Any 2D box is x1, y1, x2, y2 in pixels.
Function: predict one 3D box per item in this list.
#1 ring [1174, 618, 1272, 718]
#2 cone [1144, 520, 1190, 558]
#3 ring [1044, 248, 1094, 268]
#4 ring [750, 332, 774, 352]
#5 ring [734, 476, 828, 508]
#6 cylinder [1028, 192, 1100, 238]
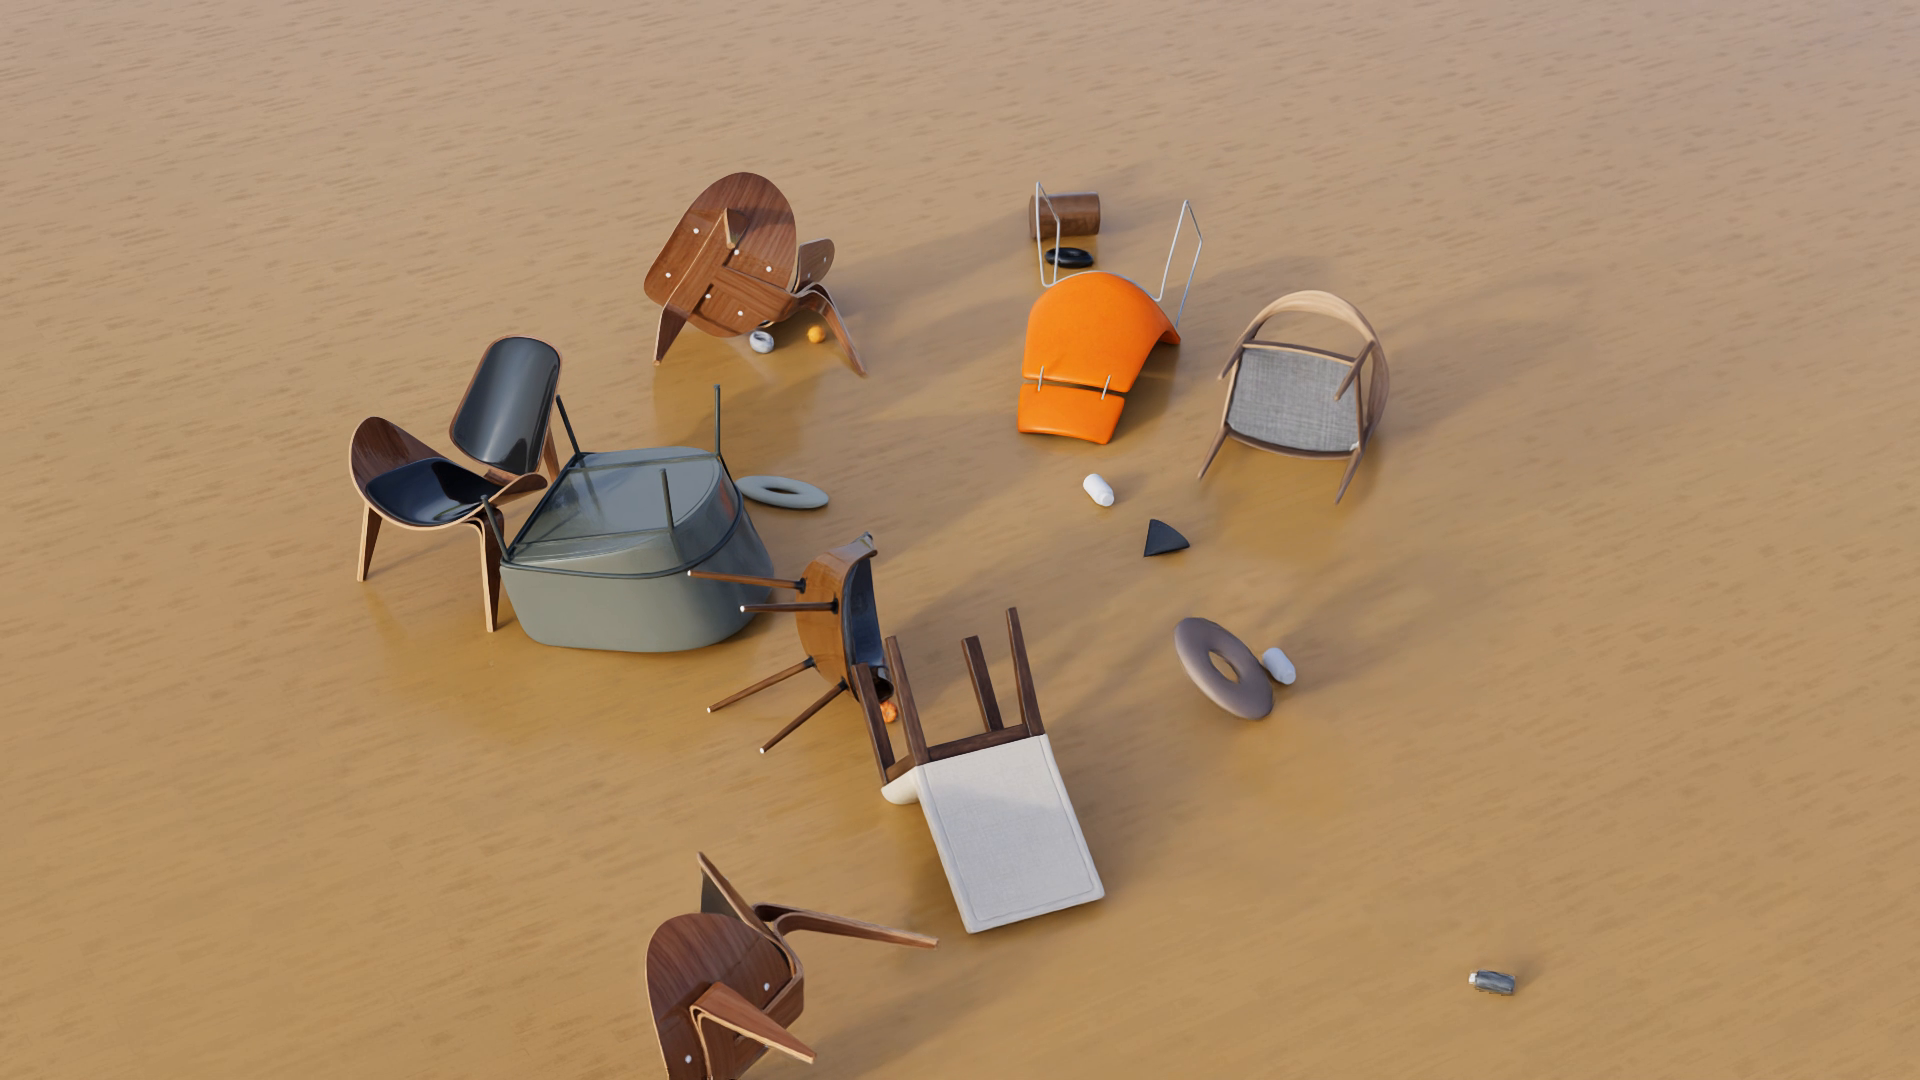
[{"bbox_3d":[0.904,0.437,10.039,0.436,0.066,0.466,36,27,-13],"label":"ring"},{"bbox_3d":[0.729,0.020,10.872,0.144,0.096,0.206,-41,50,-21],"label":"cone"},{"bbox_3d":[0.475,-1.228,12.757,0.217,0.056,0.125,7,33,9],"label":"ring"},{"bbox_3d":[-0.820,-0.819,12.137,0.095,0.056,0.125,-20,40,-24],"label":"ring"},{"bbox_3d":[-0.680,-0.184,11.181,0.387,0.048,0.168,11,34,17],"label":"ring"},{"bbox_3d":[0.460,-1.432,12.916,0.282,0.252,0.180,-4,77,-6],"label":"cylinder"}]
